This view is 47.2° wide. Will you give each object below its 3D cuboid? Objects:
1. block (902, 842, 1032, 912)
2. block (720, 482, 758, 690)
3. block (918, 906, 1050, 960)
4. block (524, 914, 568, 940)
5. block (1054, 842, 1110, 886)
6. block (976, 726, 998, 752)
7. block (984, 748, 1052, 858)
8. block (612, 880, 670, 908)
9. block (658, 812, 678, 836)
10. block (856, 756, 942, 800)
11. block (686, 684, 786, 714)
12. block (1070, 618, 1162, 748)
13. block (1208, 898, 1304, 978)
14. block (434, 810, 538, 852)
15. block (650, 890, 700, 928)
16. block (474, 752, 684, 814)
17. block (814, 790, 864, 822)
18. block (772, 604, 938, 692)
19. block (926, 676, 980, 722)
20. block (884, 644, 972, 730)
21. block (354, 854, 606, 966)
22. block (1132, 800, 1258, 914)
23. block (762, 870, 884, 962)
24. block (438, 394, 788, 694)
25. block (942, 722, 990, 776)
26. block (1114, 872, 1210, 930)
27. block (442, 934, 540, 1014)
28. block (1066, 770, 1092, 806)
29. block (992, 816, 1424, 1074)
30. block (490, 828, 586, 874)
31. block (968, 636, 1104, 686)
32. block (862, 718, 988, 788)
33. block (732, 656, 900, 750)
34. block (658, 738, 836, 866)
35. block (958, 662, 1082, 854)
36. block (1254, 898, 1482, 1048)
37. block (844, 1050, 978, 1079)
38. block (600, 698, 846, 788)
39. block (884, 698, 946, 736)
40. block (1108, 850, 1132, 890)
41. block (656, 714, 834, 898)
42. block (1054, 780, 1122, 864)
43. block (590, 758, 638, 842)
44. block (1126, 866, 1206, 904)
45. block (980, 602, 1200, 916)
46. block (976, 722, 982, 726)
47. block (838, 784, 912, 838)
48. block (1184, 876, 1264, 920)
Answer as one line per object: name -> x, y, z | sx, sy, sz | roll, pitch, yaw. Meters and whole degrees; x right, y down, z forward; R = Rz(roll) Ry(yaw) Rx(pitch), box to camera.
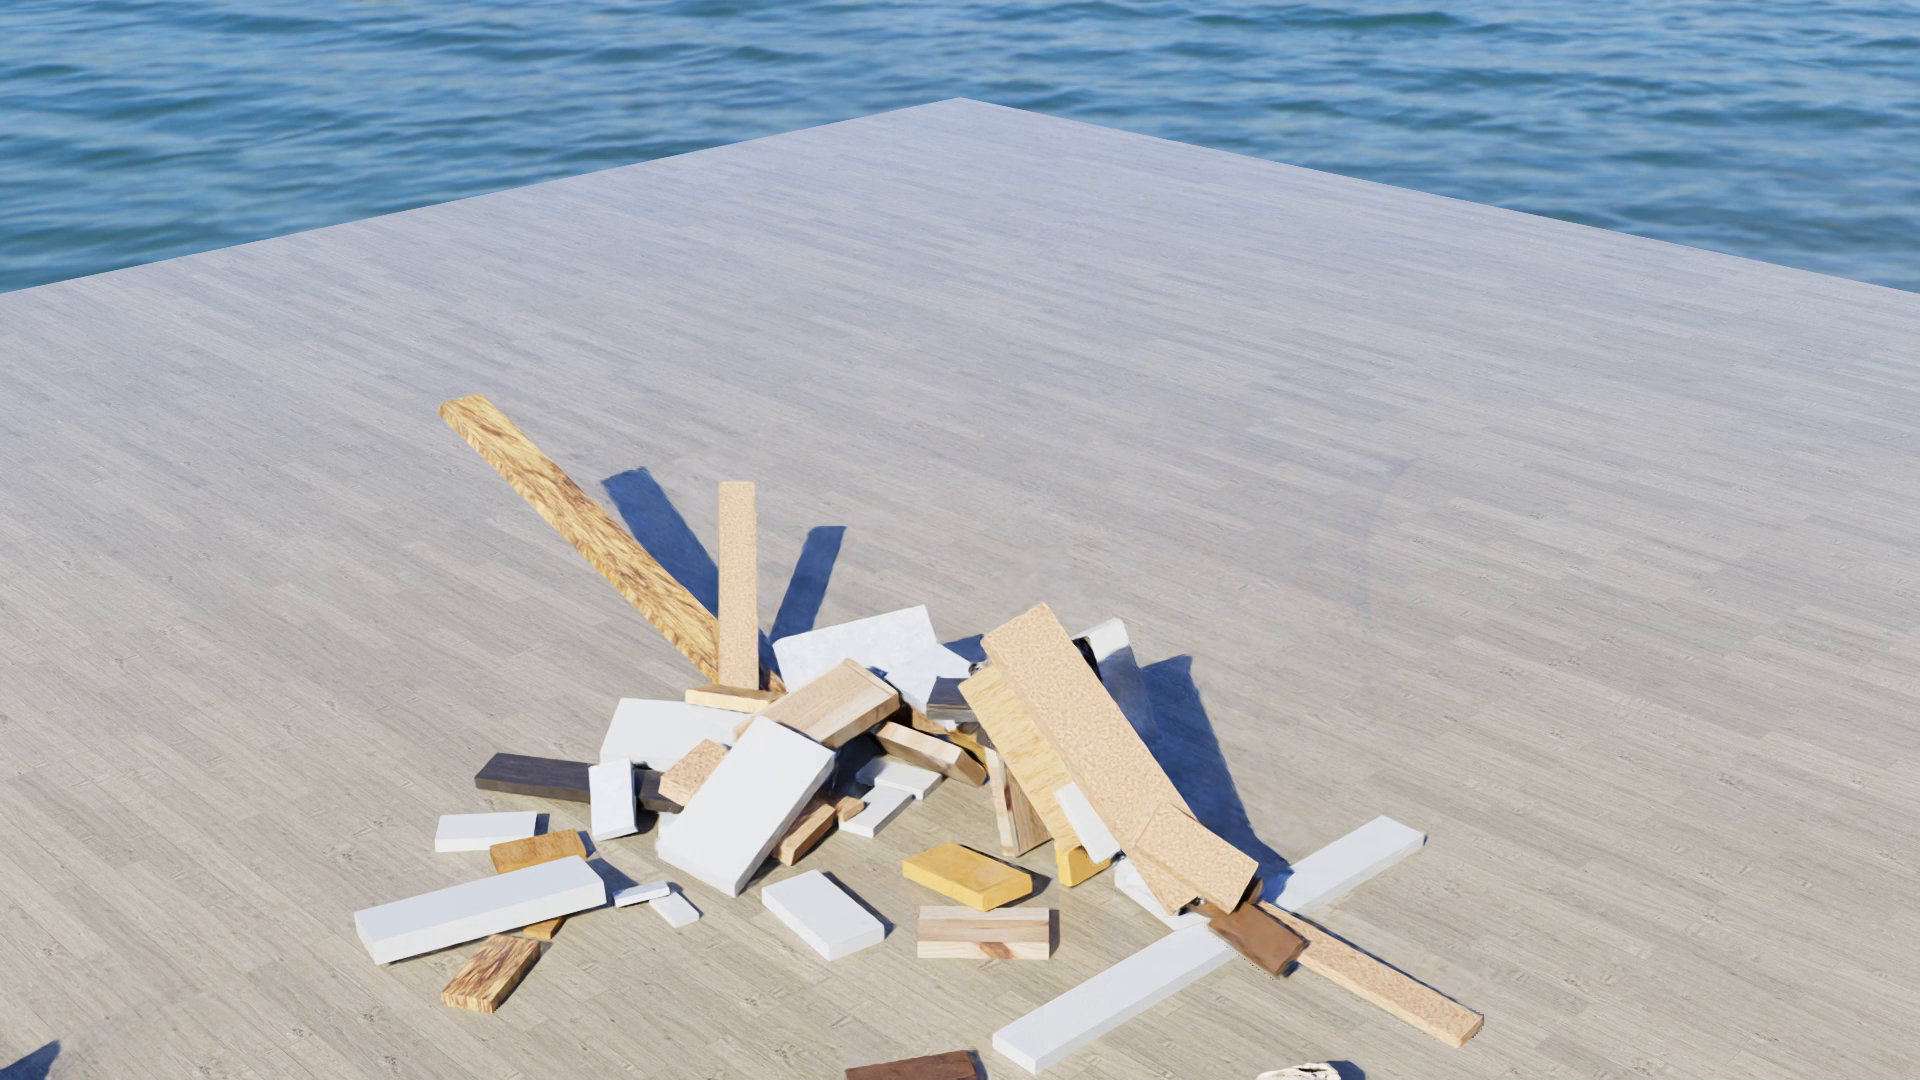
block -> 0.012, 0.637, 4.168 | 0.119, 0.034, 0.238 | -16, 19, -37
block -> -0.503, 0.165, 4.990 | 0.085, 0.024, 0.926 | 1, 40, -7
block -> 0.044, 0.718, 4.025 | 0.238, 0.034, 0.119 | 1, 23, 2
block -> -0.765, 0.705, 4.081 | 0.051, 0.014, 0.102 | 5, 23, 11
block -> 0.226, 0.538, 4.206 | 0.111, 0.222, 0.031 | -22, 20, -41
block -> 0.149, 0.390, 4.225 | 0.222, 0.031, 0.111 | 19, 29, 40
block -> 0.117, 0.496, 4.306 | 0.111, 0.222, 0.031 | -21, 17, -40
block -> -0.602, 0.666, 4.146 | 0.102, 0.014, 0.051 | -12, 11, -15
block -> -0.537, 0.565, 4.406 | 0.128, 0.018, 0.064 | -2, 23, -4
block -> -0.127, 0.495, 4.566 | 0.159, 0.023, 0.080 | 12, 26, 26
block -> -0.461, 0.335, 4.623 | 0.207, 0.029, 0.103 | 6, 6, 27
block -> 0.316, 0.319, 4.623 | 0.139, 0.277, 0.039 | -23, 12, -17
block -> 0.522, 0.699, 3.890 | 0.154, 0.022, 0.077 | 32, 68, 34
block -> -0.938, 0.578, 4.364 | 0.191, 0.027, 0.095 | -2, 23, -5
block -> -0.536, 0.690, 4.116 | 0.051, 0.014, 0.102 | -15, 27, -32
block -> -0.742, 0.497, 4.488 | 0.518, 0.027, 0.095 | 4, 30, 20
block -> -0.288, 0.531, 4.453 | 0.194, 0.018, 0.064 | 8, 24, 38
block -> -0.213, 0.266, 4.762 | 0.353, 0.176, 0.050 | -13, -12, -28
block -> 0.063, 0.311, 4.262 | 0.238, 0.034, 0.119 | 2, 23, 9
block -> -0.033, 0.299, 4.512 | 0.139, 0.039, 0.277 | -31, 25, -17
block -> -0.886, 0.680, 4.065 | 0.428, 0.044, 0.157 | -12, 16, -25
block -> 0.421, 0.565, 3.923 | 0.204, 0.029, 0.102 | 33, 62, 3
block -> -0.256, 0.694, 4.081 | 0.119, 0.034, 0.238 | -15, 27, -32
block -> -0.814, 0.025, 5.133 | 0.116, 0.033, 1.299 | -21, 49, -40
block -> 0.075, 0.445, 4.499 | 0.037, 0.130, 0.259 | -44, 40, -18
block -> 0.388, 0.660, 4.108 | 0.102, 0.029, 0.204 | -14, 23, -26
block -> -0.832, 0.770, 3.911 | 0.095, 0.027, 0.191 | 6, 24, 15
block -> 0.267, 0.458, 4.031 | 0.075, 0.150, 0.021 | -35, -2, -30
block -> 0.484, 0.720, 4.027 | 1.075, 0.029, 0.102 | -20, 30, -39
block -> -0.824, 0.610, 4.293 | 0.170, 0.024, 0.085 | -9, 25, -21
block -> 0.146, 0.268, 4.172 | 0.238, 0.119, 0.034 | -13, -12, -16
block -> -0.079, 0.437, 4.576 | 0.259, 0.130, 0.037 | 17, 70, 34
block -> -0.294, 0.364, 4.506 | 0.314, 0.044, 0.157 | -31, 46, -32
block -> -0.422, 0.518, 4.362 | 0.314, 0.044, 0.157 | 26, 35, 17
block -> 0.144, 0.395, 4.084 | 0.119, 0.369, 0.034 | -32, -3, 1
block -> 0.645, 0.735, 3.910 | 0.595, 0.022, 0.077 | 25, 36, 33
block -> -0.078, 0.896, 3.612 | 0.207, 0.029, 0.104 | -6, 24, -14
block -> -0.487, 0.420, 4.568 | 0.484, 0.050, 0.176 | 3, 36, 6
block -> -0.062, 0.363, 4.652 | 0.259, 0.130, 0.037 | -9, 52, 24
block -> 0.299, 0.526, 4.125 | 0.099, 0.241, 0.028 | -25, -6, -28
block -> -0.413, 0.513, 4.271 | 0.176, 0.050, 0.353 | 25, 53, 18
block -> 0.241, 0.509, 4.026 | 0.075, 0.150, 0.021 | -28, -6, -29
block -> -0.694, 0.518, 4.398 | 0.085, 0.024, 0.170 | -15, 47, 3
block -> 0.385, 0.613, 4.011 | 0.150, 0.021, 0.075 | 7, 52, 25
block -> 0.264, 0.393, 4.007 | 0.139, 0.039, 0.605 | -28, 74, -24
block -> 0.088, 0.339, 4.275 | 0.099, 0.028, 0.199 | -16, 26, -32
block -> -0.170, 0.547, 4.442 | 0.080, 0.023, 0.159 | 12, 26, 25
block -> 0.442, 0.630, 4.010 | 0.199, 0.028, 0.099 | 19, 58, 30
